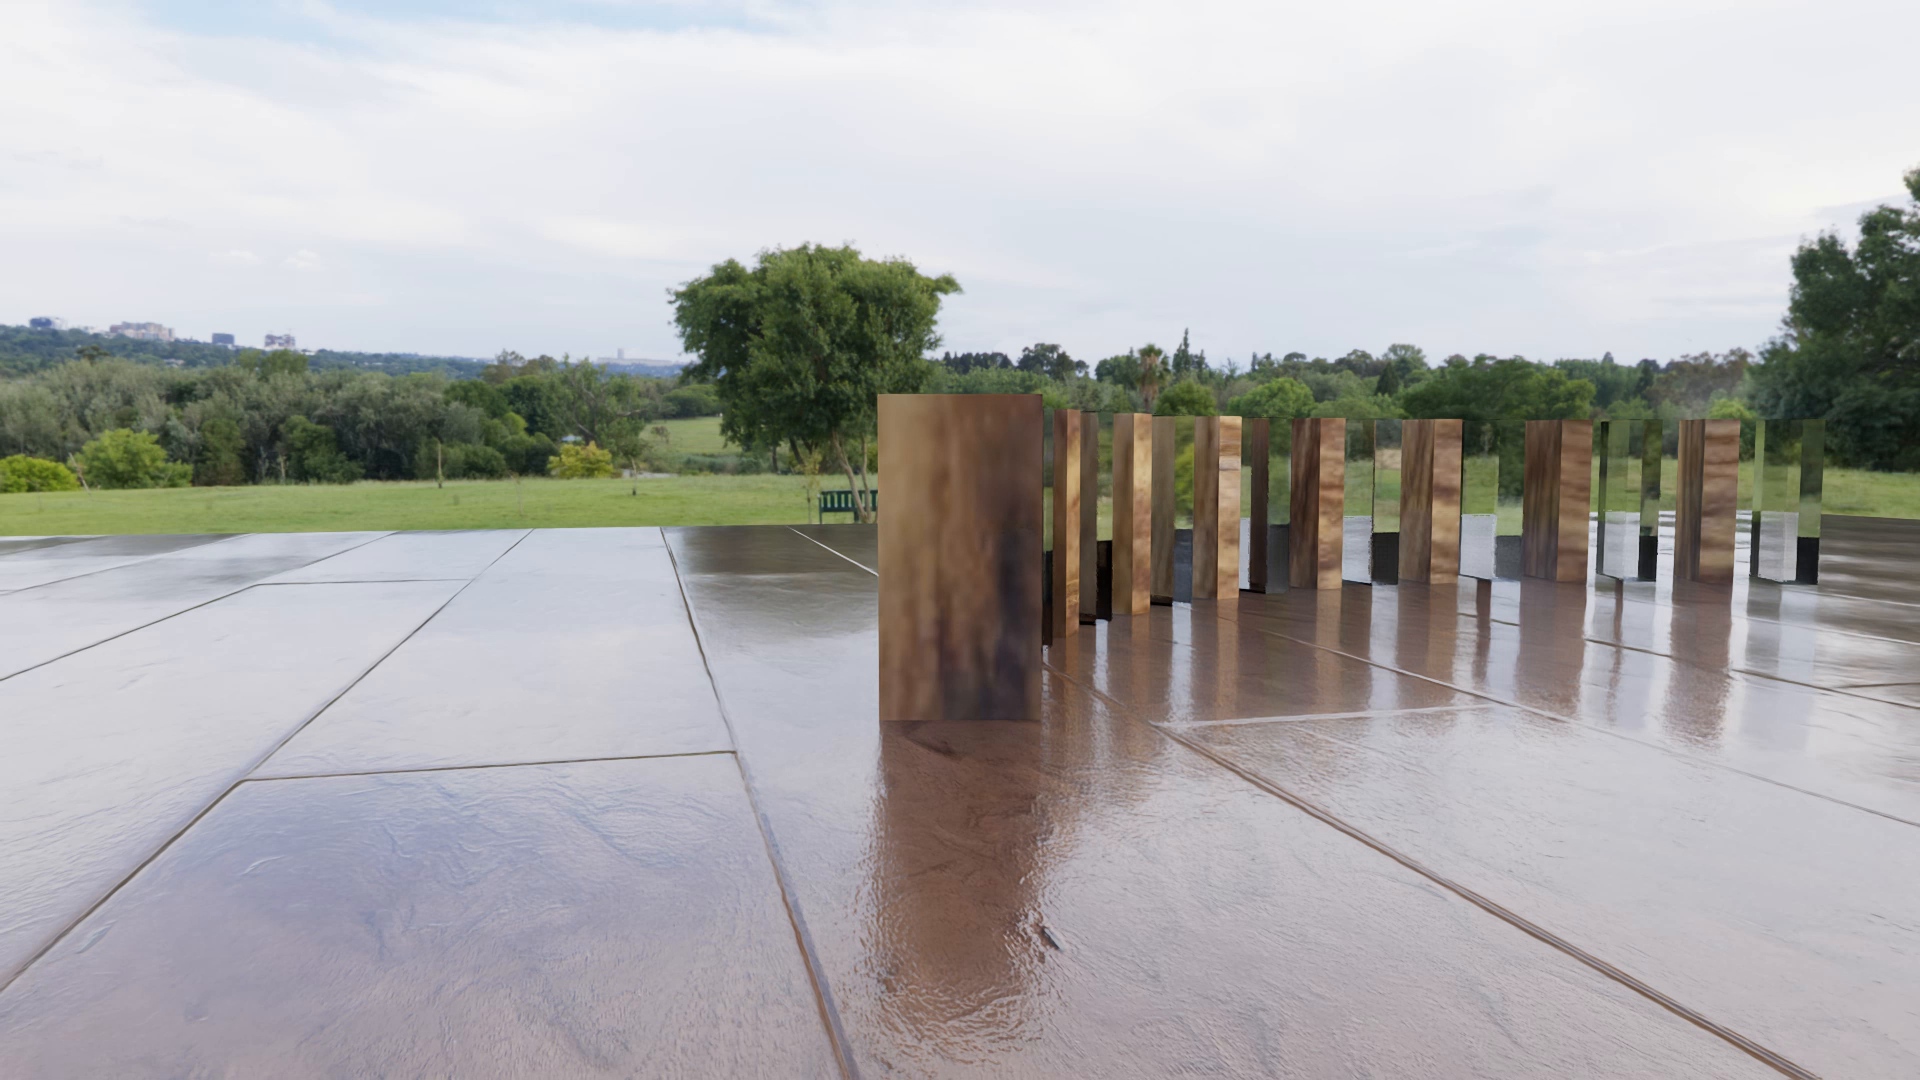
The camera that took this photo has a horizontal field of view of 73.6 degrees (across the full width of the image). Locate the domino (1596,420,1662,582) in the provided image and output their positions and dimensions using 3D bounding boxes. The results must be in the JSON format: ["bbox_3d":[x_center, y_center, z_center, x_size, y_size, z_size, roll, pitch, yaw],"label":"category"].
[{"bbox_3d":[0.212,-0.013,0.407,0.009,0.050,0.025,1,4,8],"label":"domino"}]

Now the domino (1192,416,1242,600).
[{"bbox_3d":[0.066,-0.010,0.361,0.010,0.050,0.025,-4,6,-41],"label":"domino"}]

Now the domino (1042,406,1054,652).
[{"bbox_3d":[0.006,-0.003,0.268,0.025,0.050,0.010,1,4,16],"label":"domino"}]

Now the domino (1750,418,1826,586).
[{"bbox_3d":[0.256,-0.012,0.398,0.009,0.050,0.025,1,4,11],"label":"domino"}]

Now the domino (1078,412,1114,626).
[{"bbox_3d":[0.023,-0.006,0.309,0.025,0.050,0.009,2,5,29],"label":"domino"}]

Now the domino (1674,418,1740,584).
[{"bbox_3d":[0.234,-0.013,0.403,0.010,0.050,0.025,1,4,13],"label":"domino"}]

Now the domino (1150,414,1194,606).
[{"bbox_3d":[0.050,-0.008,0.345,0.025,0.050,0.010,4,6,42],"label":"domino"}]

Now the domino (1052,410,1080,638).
[{"bbox_3d":[0.014,-0.004,0.289,0.025,0.050,0.009,2,5,22],"label":"domino"}]

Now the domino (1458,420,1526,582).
[{"bbox_3d":[0.167,-0.013,0.407,0.010,0.050,0.025,-1,4,-7],"label":"domino"}]

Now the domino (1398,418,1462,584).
[{"bbox_3d":[0.145,-0.013,0.402,0.010,0.050,0.025,-1,4,-14],"label":"domino"}]

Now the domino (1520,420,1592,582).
[{"bbox_3d":[0.189,-0.013,0.408,0.010,0.050,0.025,0,4,-1],"label":"domino"}]

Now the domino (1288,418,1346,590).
[{"bbox_3d":[0.103,-0.011,0.386,0.010,0.050,0.025,-2,5,-27],"label":"domino"}]

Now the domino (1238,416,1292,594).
[{"bbox_3d":[0.084,-0.011,0.375,0.010,0.050,0.025,-3,5,-34],"label":"domino"}]

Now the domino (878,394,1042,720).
[{"bbox_3d":[0.000,0.002,0.201,0.025,0.050,0.010,0,4,0],"label":"domino"}]

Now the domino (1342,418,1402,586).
[{"bbox_3d":[0.123,-0.012,0.396,0.010,0.050,0.025,-2,5,-21],"label":"domino"}]

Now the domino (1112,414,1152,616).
[{"bbox_3d":[0.035,-0.007,0.328,0.025,0.050,0.010,3,5,36],"label":"domino"}]
